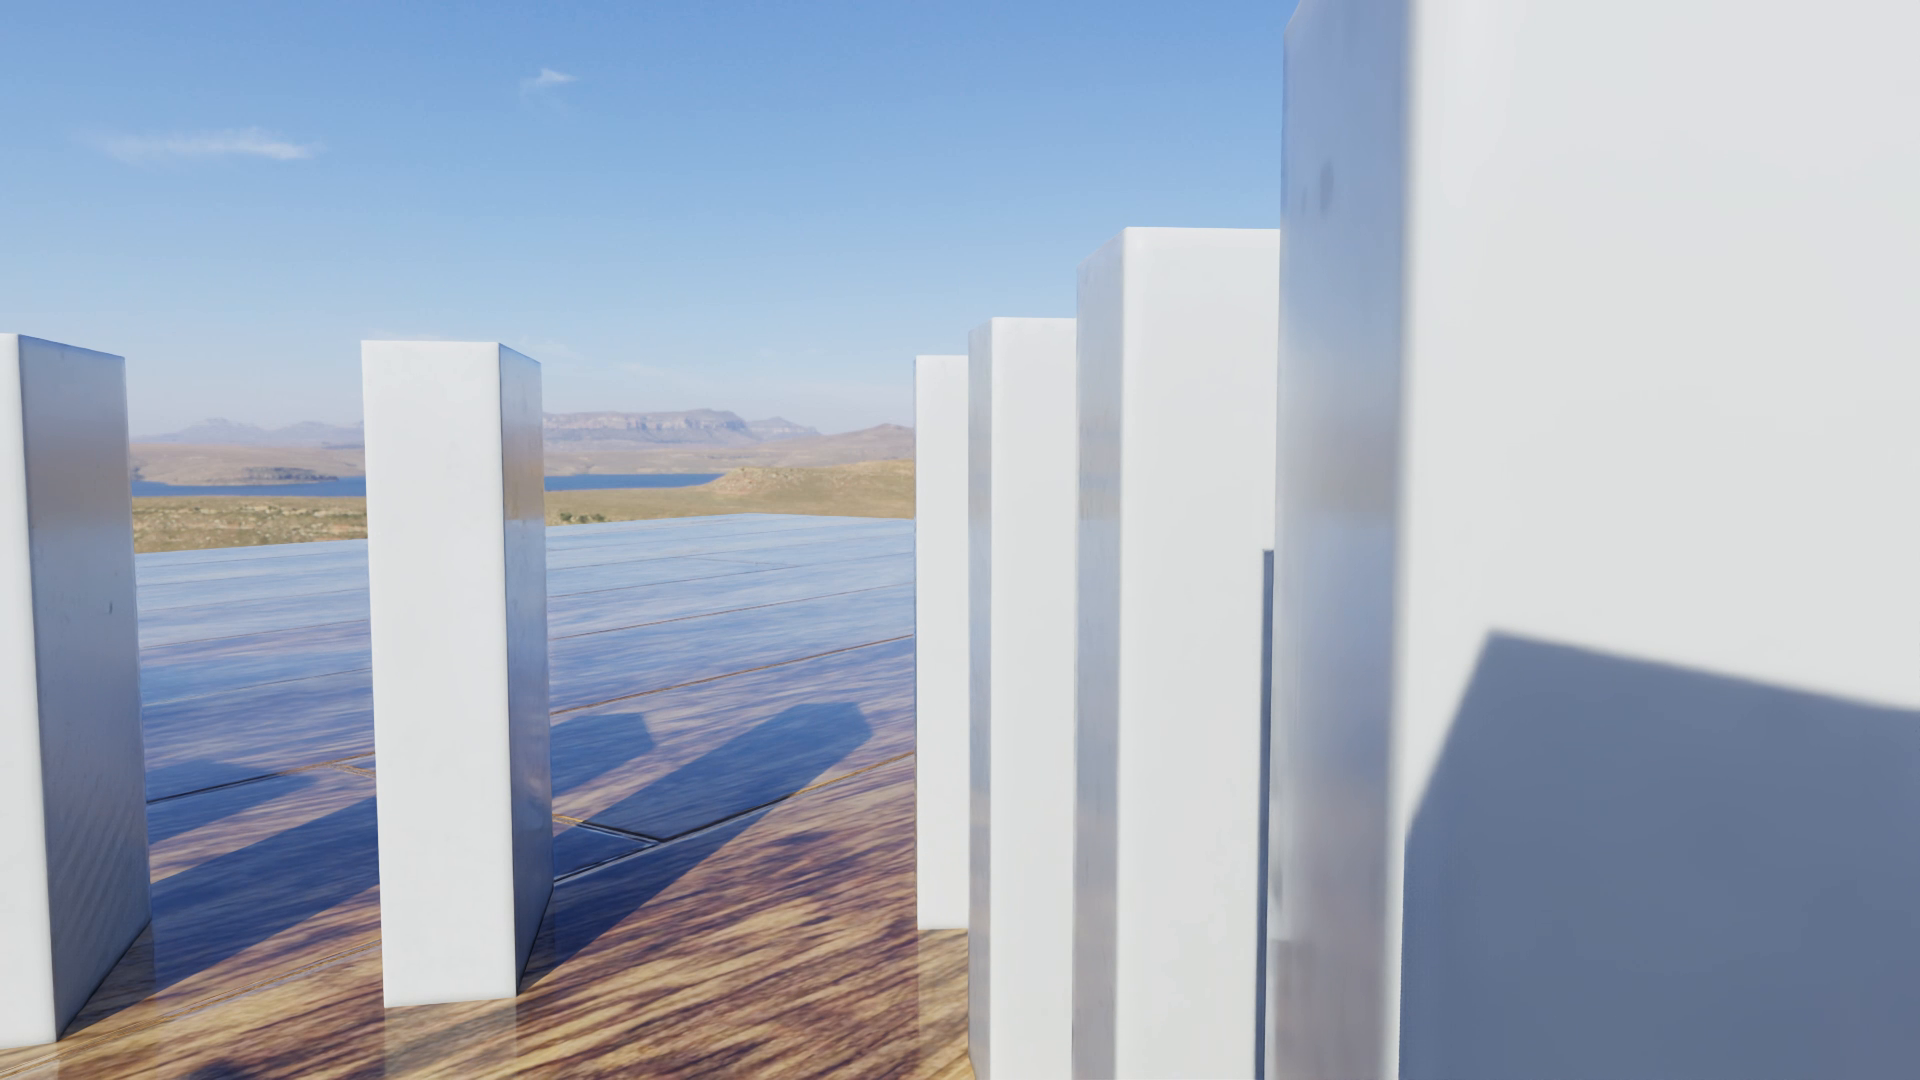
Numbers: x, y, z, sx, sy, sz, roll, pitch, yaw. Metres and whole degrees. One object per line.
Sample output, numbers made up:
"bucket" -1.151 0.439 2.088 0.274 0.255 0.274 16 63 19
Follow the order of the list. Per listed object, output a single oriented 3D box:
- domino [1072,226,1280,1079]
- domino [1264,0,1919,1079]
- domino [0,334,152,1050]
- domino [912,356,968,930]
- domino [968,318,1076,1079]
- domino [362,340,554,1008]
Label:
"domino" 0.018 0.014 0.052 0.025 0.050 0.010 0 4 -5
"domino" 0.018 0.016 0.020 0.025 0.050 0.010 0 4 5
"domino" -0.073 0.010 0.100 0.010 0.050 0.025 -1 5 -19
"domino" 0.008 0.009 0.116 0.025 0.050 0.009 0 4 -4
"domino" 0.014 0.011 0.085 0.025 0.050 0.009 -1 4 -9
"domino" -0.041 0.009 0.108 0.010 0.050 0.025 -1 4 -11
